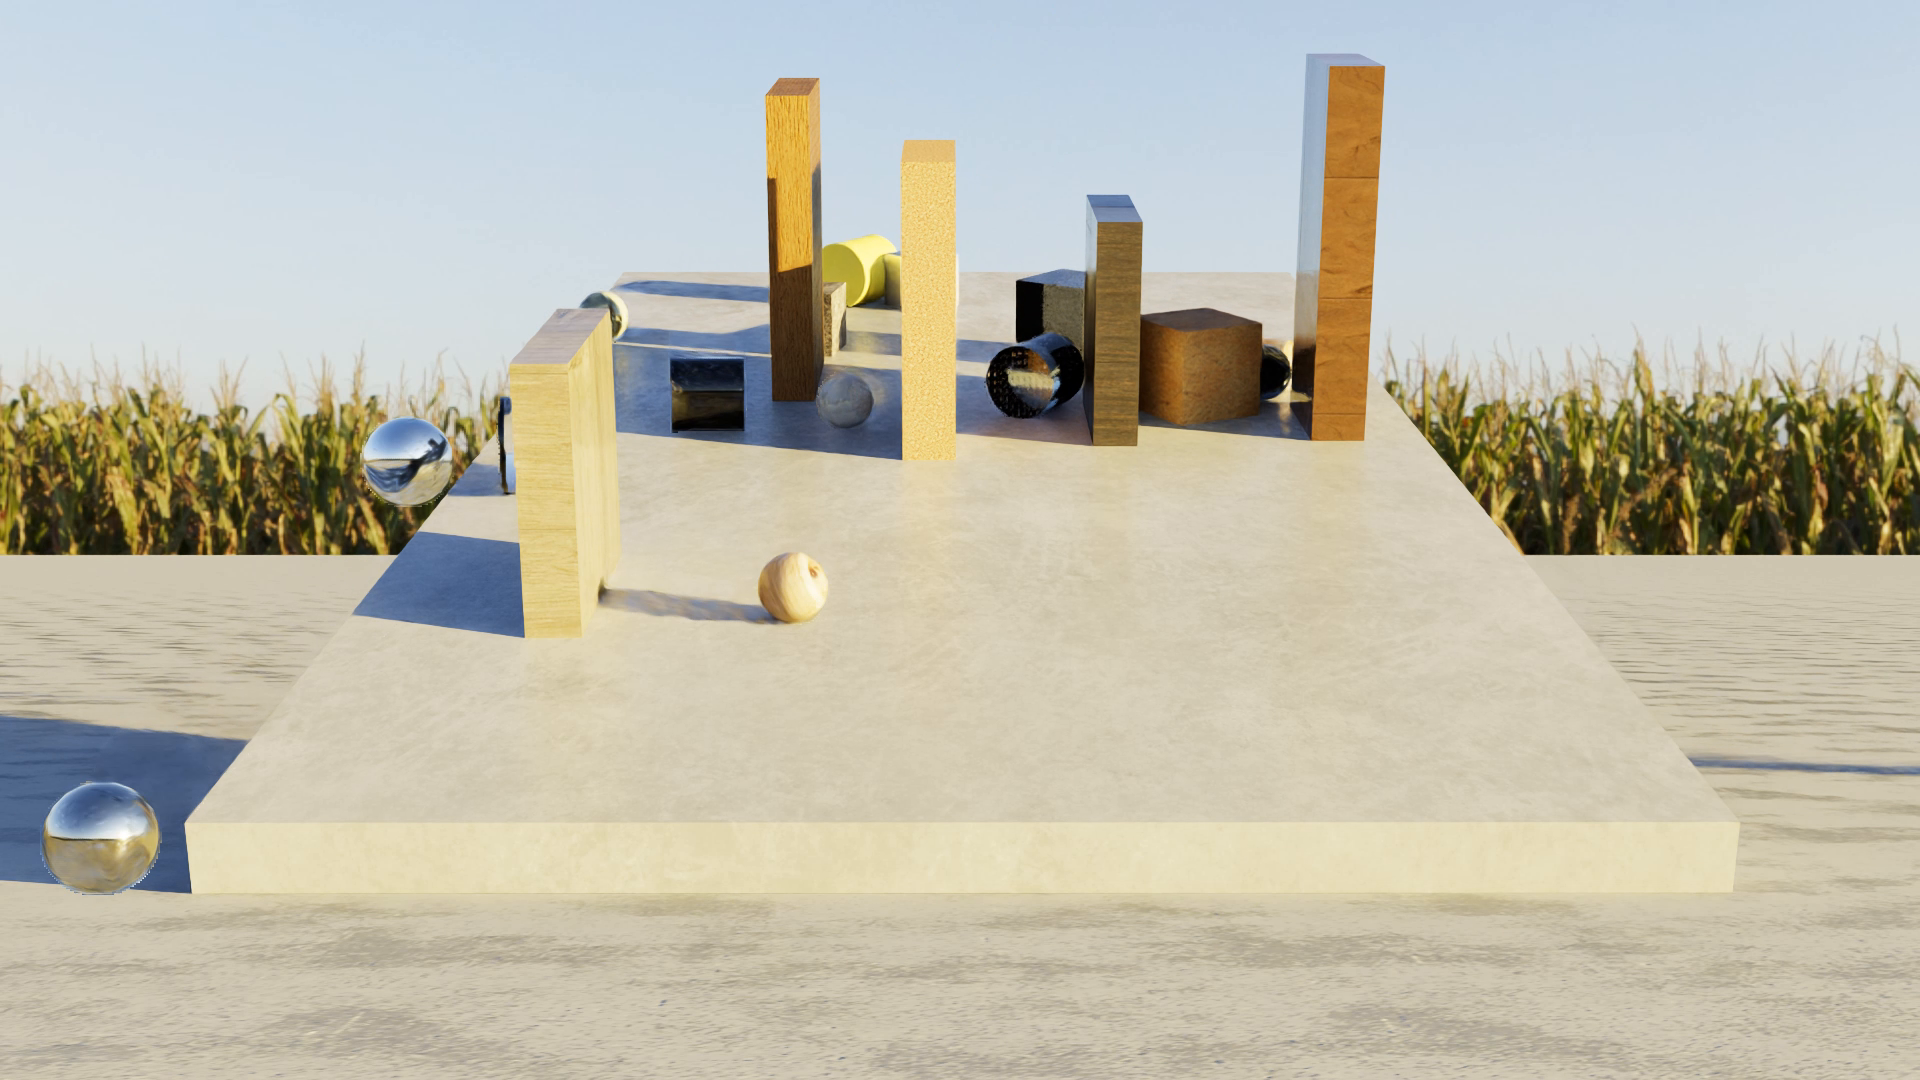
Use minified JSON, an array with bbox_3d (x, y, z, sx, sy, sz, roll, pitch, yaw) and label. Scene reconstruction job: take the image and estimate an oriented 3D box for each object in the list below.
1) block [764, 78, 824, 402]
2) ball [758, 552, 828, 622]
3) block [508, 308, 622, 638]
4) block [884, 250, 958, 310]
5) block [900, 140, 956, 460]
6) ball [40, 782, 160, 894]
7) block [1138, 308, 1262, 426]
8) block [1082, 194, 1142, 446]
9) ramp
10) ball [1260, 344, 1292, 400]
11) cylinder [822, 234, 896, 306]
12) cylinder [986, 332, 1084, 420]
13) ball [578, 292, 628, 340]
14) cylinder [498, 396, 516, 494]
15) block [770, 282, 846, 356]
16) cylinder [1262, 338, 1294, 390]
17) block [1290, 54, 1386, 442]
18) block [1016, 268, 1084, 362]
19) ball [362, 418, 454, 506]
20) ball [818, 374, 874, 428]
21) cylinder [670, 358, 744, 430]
[{"bbox_3d":[-0.381,-0.708,5.182,0.096,0.689,0.423,0,17,0],"label":"block"},{"bbox_3d":[-0.270,0.077,3.597,0.114,0.114,0.114,0,0,0],"label":"ball"},{"bbox_3d":[-0.647,-0.121,3.678,0.090,0.445,0.442,0,17,0],"label":"block"},{"bbox_3d":[-0.108,-0.720,6.150,0.146,0.146,0.146,-14,22,-38],"label":"block"},{"bbox_3d":[-0.064,-0.511,4.671,0.109,0.611,0.372,0,17,0],"label":"block"},{"bbox_3d":[-1.065,0.369,2.754,0.137,0.137,0.137,0,0,0],"label":"ball"},{"bbox_3d":[0.524,-0.389,4.961,0.210,0.210,0.210,-9,19,-28],"label":"block"},{"bbox_3d":[0.327,-0.482,4.812,0.093,0.475,0.393,0,17,0],"label":"block"},{"bbox_3d":[-0.003,-0.173,4.783,2.000,0.100,4.000,0,17,0],"label":"ramp"},{"bbox_3d":[0.686,-0.379,5.021,0.126,0.126,0.126,0,0,0],"label":"ball"},{"bbox_3d":[-0.287,-0.751,6.198,0.178,0.178,0.178,0,14,34],"label":"cylinder"},{"bbox_3d":[0.169,-0.368,4.967,0.164,0.164,0.164,0,15,29],"label":"cylinder"},{"bbox_3d":[-0.914,-0.571,5.687,0.131,0.131,0.131,0,0,0],"label":"ball"},{"bbox_3d":[-0.793,-0.187,4.329,0.190,0.190,0.190,-2,0,-7],"label":"cylinder"},{"bbox_3d":[-0.382,-0.559,5.601,0.159,0.159,0.159,3,17,10],"label":"block"},{"bbox_3d":[0.711,-0.413,5.199,0.117,0.117,0.117,8,3,24],"label":"cylinder"},{"bbox_3d":[0.806,-0.632,4.772,0.113,0.785,0.310,0,17,0],"label":"block"},{"bbox_3d":[0.277,-0.547,5.492,0.201,0.201,0.201,12,21,35],"label":"block"},{"bbox_3d":[-1.265,-0.181,5.093,0.202,0.202,0.202,0,0,0],"label":"ball"},{"bbox_3d":[-0.248,-0.302,4.827,0.119,0.119,0.119,0,0,0],"label":"ball"},{"bbox_3d":[-0.545,-0.317,4.804,0.155,0.155,0.155,-1,0,-7],"label":"cylinder"}]
